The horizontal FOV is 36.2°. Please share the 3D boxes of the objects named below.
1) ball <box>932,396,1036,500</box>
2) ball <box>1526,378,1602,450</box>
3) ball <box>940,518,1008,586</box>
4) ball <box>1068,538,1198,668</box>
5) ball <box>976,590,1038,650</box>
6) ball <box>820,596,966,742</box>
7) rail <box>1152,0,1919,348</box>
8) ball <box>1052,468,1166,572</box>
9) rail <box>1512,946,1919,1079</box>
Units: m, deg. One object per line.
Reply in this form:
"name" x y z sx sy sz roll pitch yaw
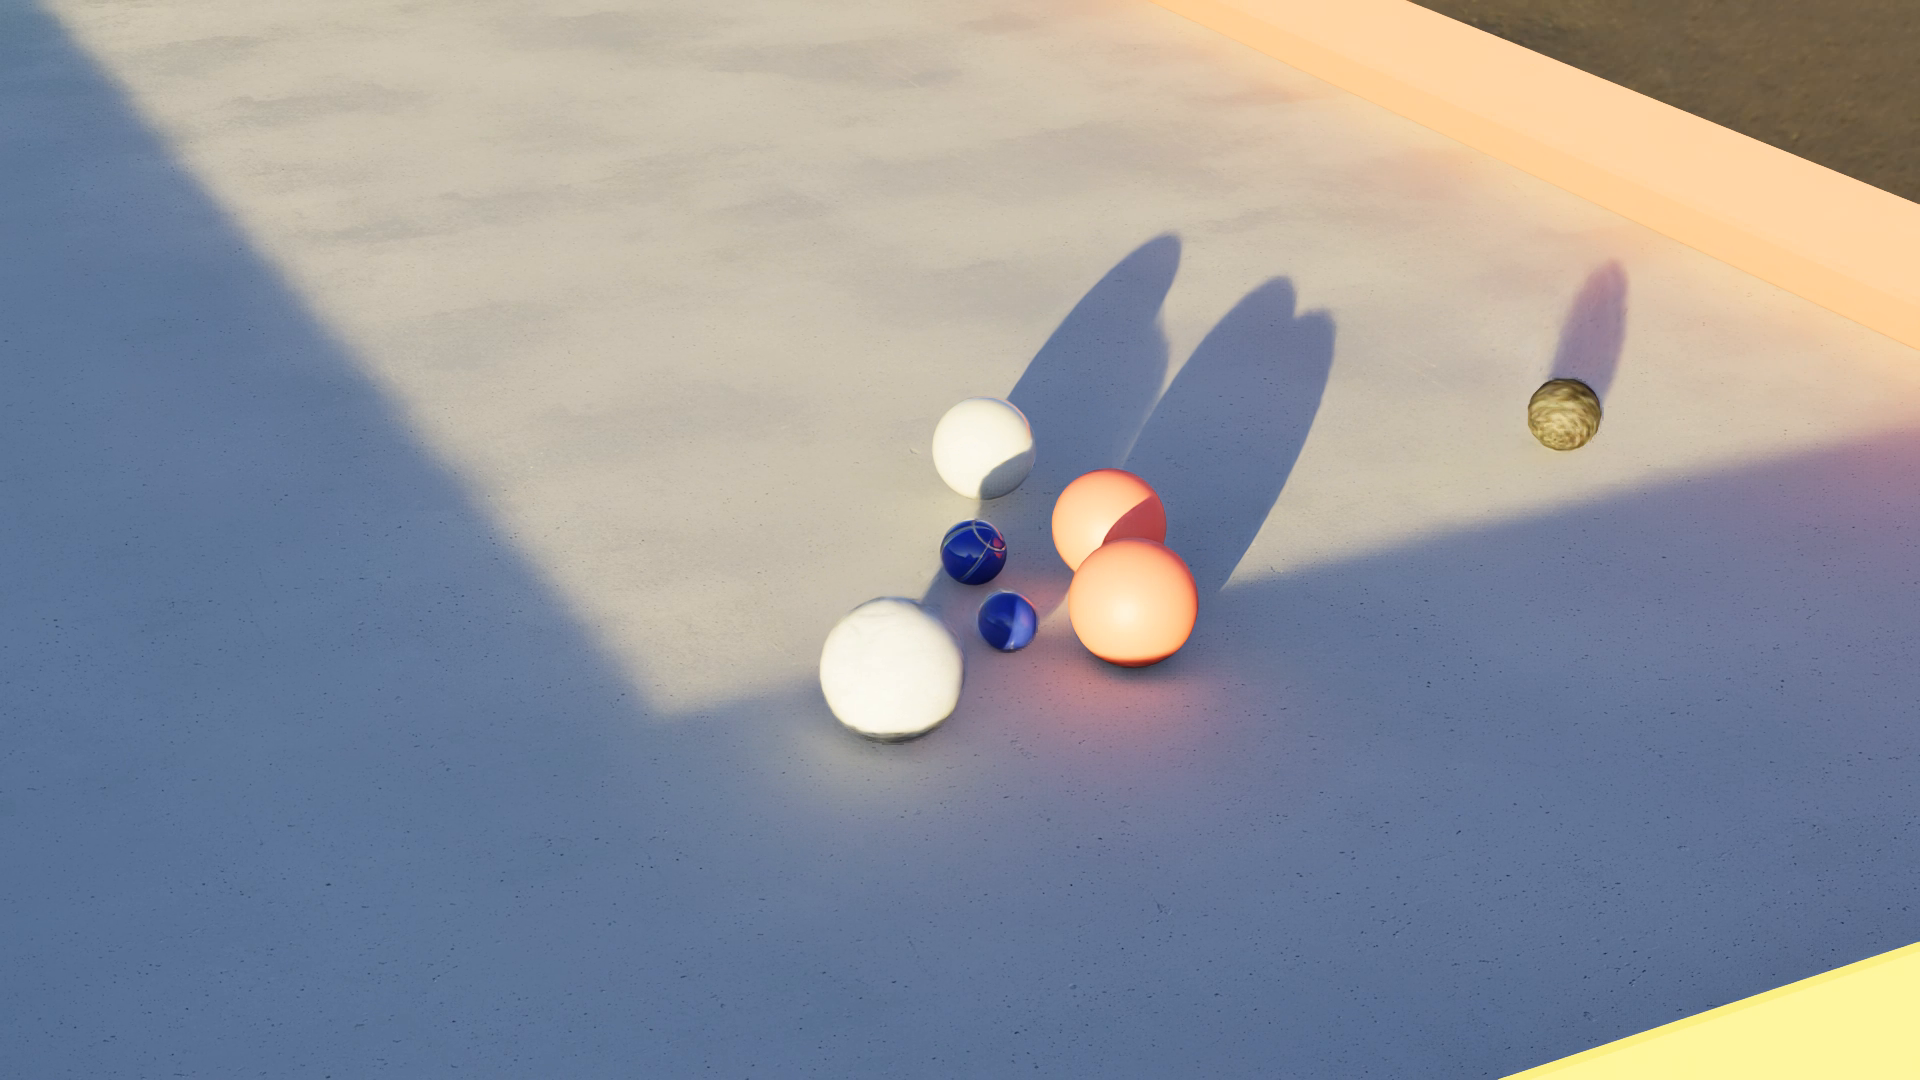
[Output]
"ball" 0.018 -0.070 2.240 0.080 0.080 0.080 0 25 0
"ball" 0.478 -0.099 2.329 0.058 0.058 0.058 0 25 0
"ball" 0.010 0.009 2.109 0.048 0.048 0.048 0 25 0
"ball" 0.117 0.042 1.990 0.088 0.088 0.088 0 25 0
"ball" 0.032 0.055 2.017 0.042 0.042 0.042 0 25 0
"ball" -0.043 0.083 1.895 0.094 0.094 0.094 0 25 0
"rail" 0.459 -0.506 3.120 0.045 0.122 3.232 -12 28 -24
"ball" 0.107 -0.010 2.109 0.083 0.083 0.083 0 25 0
"rail" 0.355 0.272 1.454 1.899 0.122 0.045 -12 28 -24
